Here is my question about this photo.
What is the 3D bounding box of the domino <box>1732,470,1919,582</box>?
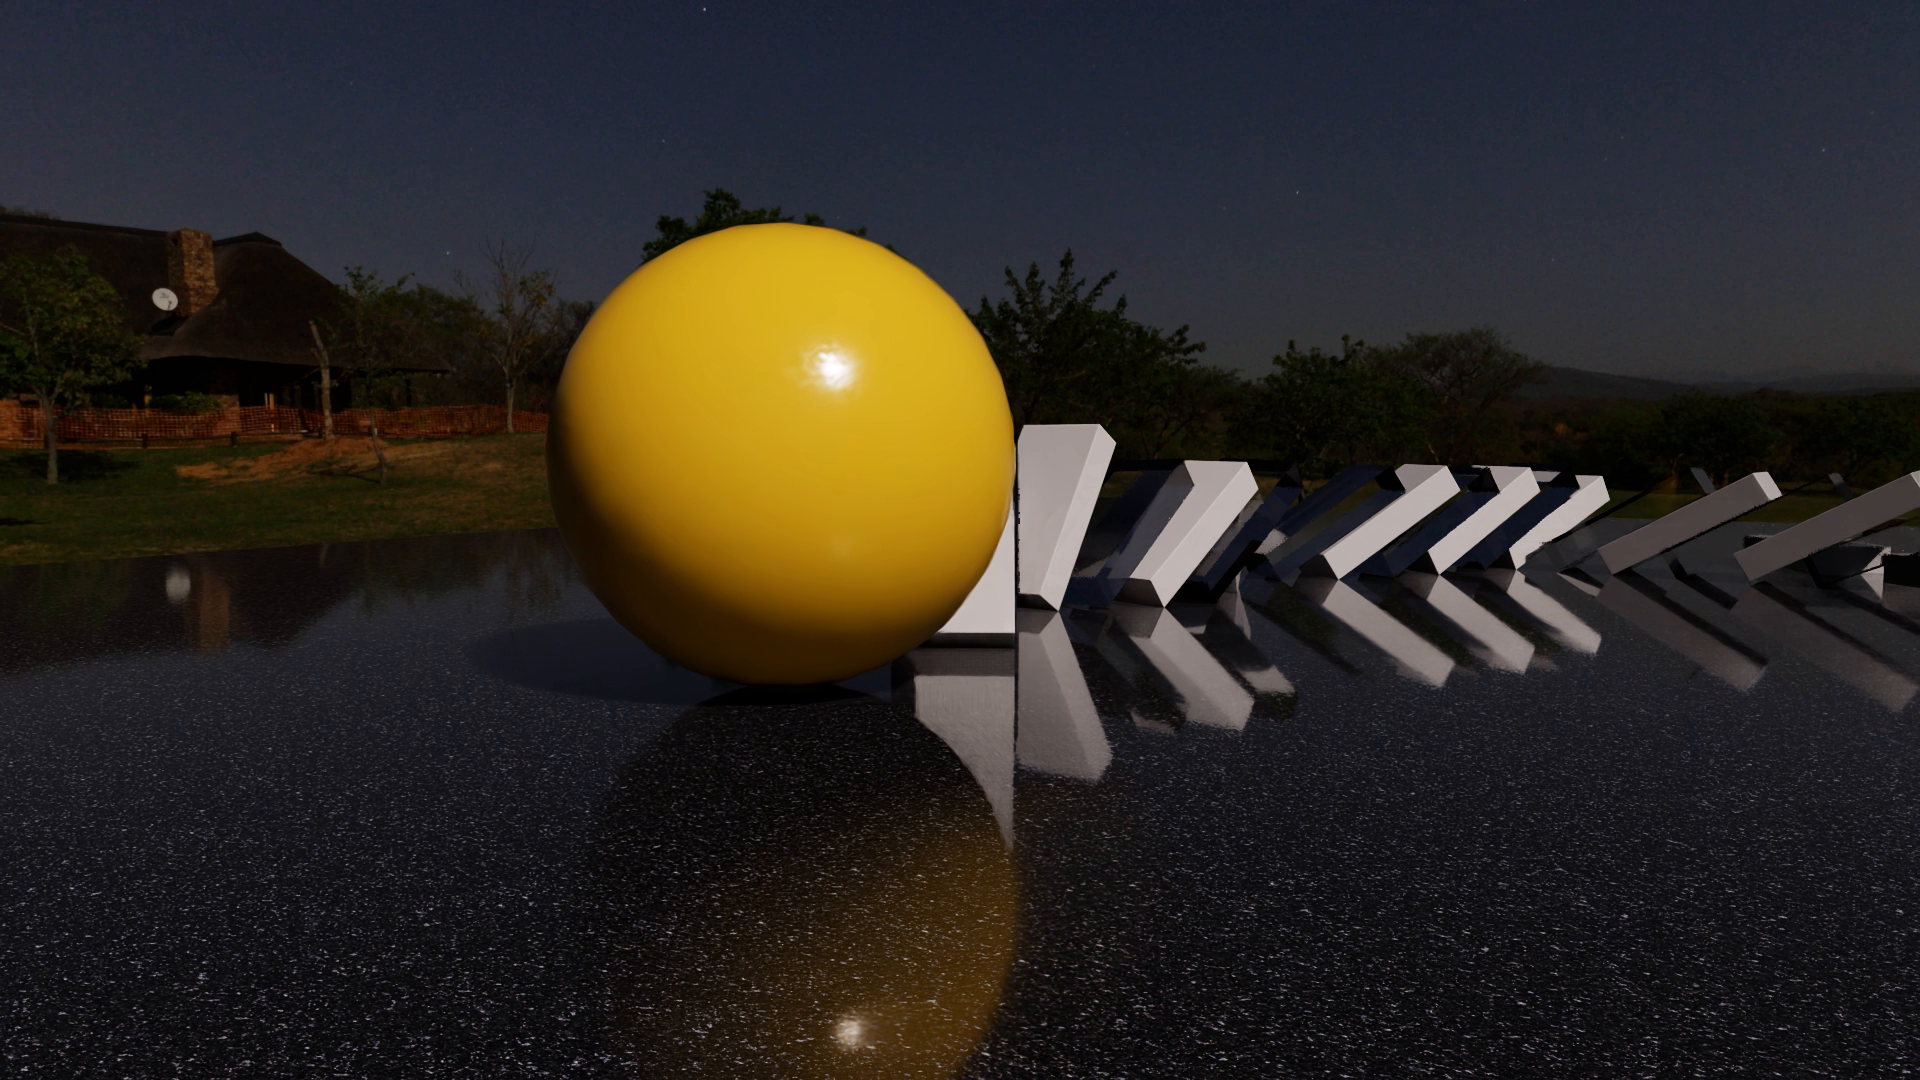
[{"bbox_3d":[0.262,-0.004,0.385,0.025,0.010,0.050,-6,-23,-49],"label":"domino"}]

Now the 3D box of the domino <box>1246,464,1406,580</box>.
[{"bbox_3d":[0.116,-0.006,0.415,0.050,0.009,0.025,-34,9,-6],"label":"domino"}]

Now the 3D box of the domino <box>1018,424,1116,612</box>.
[{"bbox_3d":[0.021,-0.007,0.339,0.025,0.050,0.009,4,-26,40],"label":"domino"}]

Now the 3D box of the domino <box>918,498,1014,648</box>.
[{"bbox_3d":[-0.001,-0.002,0.273,0.025,0.050,0.010,0,-24,2],"label":"domino"}]

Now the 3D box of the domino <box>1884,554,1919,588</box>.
[{"bbox_3d":[0.309,0.009,0.381,0.050,0.009,0.025,0,4,2],"label":"domino"}]

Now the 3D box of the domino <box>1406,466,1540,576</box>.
[{"bbox_3d":[0.168,-0.007,0.434,0.050,0.010,0.025,-35,17,-16],"label":"domino"}]

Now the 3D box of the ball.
[{"bbox_3d":[-0.030,-0.014,0.223,0.080,0.080,0.080,0,4,0],"label":"ball"}]

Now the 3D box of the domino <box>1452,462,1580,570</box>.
[{"bbox_3d":[0.186,-0.009,0.442,0.050,0.009,0.025,-36,17,-17],"label":"domino"}]

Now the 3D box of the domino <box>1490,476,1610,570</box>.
[{"bbox_3d":[0.201,-0.007,0.452,0.050,0.009,0.025,-31,16,-20],"label":"domino"}]

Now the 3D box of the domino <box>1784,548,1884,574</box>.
[{"bbox_3d":[0.297,0.004,0.445,0.025,0.009,0.050,1,4,12],"label":"domino"}]

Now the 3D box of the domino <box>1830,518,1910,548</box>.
[{"bbox_3d":[0.292,-0.004,0.429,0.025,0.010,0.050,1,4,9],"label":"domino"}]

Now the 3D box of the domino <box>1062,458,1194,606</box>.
[{"bbox_3d":[0.041,-0.003,0.349,0.025,0.010,0.050,0,40,44],"label":"domino"}]

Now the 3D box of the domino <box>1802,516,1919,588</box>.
[{"bbox_3d":[0.276,-0.001,0.373,0.050,0.009,0.025,-30,-15,37],"label":"domino"}]

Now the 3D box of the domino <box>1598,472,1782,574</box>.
[{"bbox_3d":[0.234,-0.005,0.411,0.050,0.009,0.025,-36,-19,37],"label":"domino"}]

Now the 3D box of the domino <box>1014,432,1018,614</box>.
[{"bbox_3d":[0.002,-0.005,0.331,0.025,0.050,0.010,0,-33,2],"label":"domino"}]

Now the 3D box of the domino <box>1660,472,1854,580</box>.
[{"bbox_3d":[0.248,-0.004,0.399,0.050,0.009,0.025,-35,-19,36],"label":"domino"}]

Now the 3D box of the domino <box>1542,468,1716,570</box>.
[{"bbox_3d":[0.221,-0.007,0.424,0.050,0.009,0.025,-36,-20,34],"label":"domino"}]

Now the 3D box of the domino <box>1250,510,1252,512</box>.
[{"bbox_3d":[0.082,-0.005,0.425,0.025,0.010,0.050,1,31,19],"label":"domino"}]

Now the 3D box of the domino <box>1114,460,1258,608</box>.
[{"bbox_3d":[0.058,-0.003,0.353,0.025,0.010,0.050,6,44,48],"label":"domino"}]

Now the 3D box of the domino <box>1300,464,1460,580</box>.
[{"bbox_3d":[0.134,-0.006,0.416,0.050,0.009,0.025,-35,10,-7],"label":"domino"}]

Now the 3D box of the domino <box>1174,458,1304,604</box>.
[{"bbox_3d":[0.073,-0.004,0.361,0.025,0.009,0.050,8,45,47],"label":"domino"}]

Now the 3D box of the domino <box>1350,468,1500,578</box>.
[{"bbox_3d":[0.151,-0.007,0.426,0.050,0.009,0.025,-35,16,-16],"label":"domino"}]

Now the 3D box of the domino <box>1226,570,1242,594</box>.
[{"bbox_3d":[0.073,-0.003,0.386,0.025,0.010,0.050,1,36,18],"label":"domino"}]
